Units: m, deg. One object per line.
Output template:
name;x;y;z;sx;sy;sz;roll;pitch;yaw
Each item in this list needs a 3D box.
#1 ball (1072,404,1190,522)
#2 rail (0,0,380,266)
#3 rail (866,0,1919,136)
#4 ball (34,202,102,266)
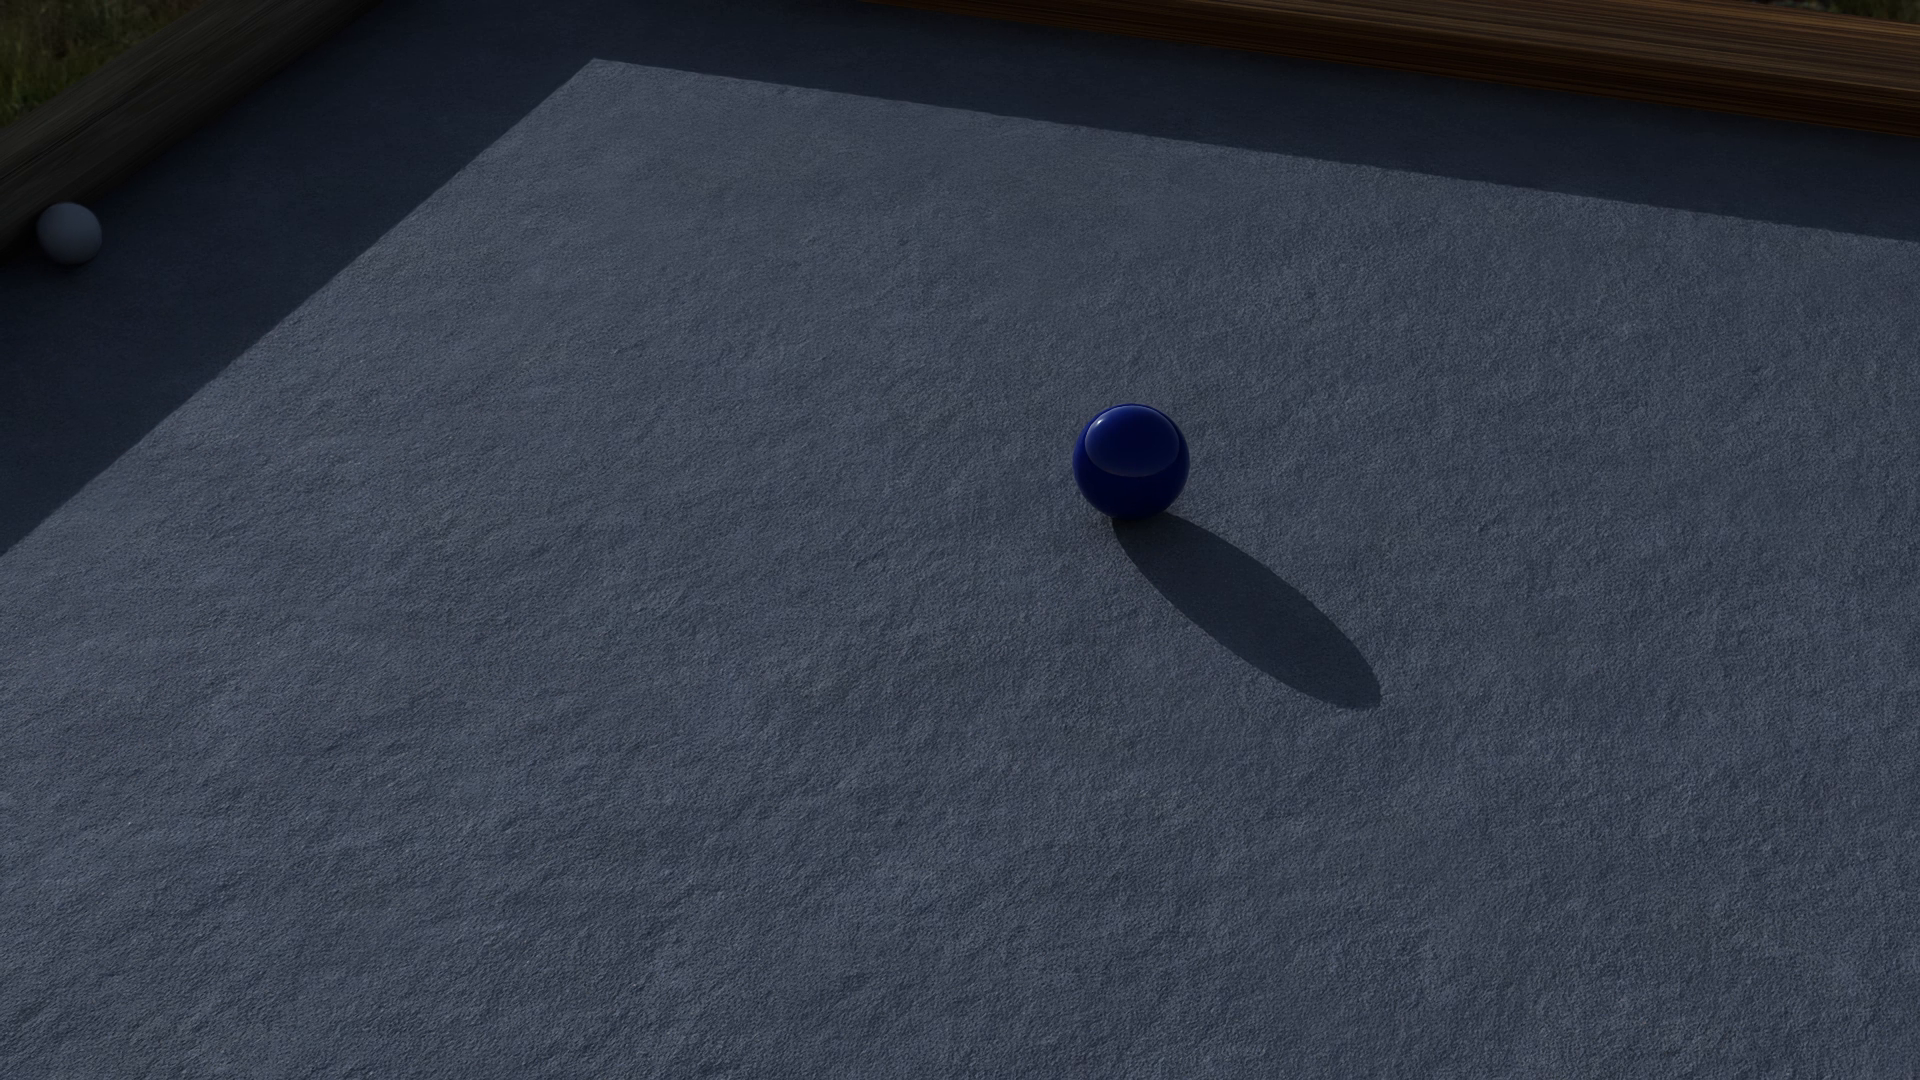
ball;0.141;-0.064;2.116;0.097;0.097;0.097;0;33;0
rail;-0.989;-0.208;2.307;0.045;0.126;2.293;11;35;16
rail;1.376;-0.413;2.622;4.278;0.126;0.045;11;35;16
ball;-0.872;-0.299;2.507;0.062;0.062;0.062;0;33;0
